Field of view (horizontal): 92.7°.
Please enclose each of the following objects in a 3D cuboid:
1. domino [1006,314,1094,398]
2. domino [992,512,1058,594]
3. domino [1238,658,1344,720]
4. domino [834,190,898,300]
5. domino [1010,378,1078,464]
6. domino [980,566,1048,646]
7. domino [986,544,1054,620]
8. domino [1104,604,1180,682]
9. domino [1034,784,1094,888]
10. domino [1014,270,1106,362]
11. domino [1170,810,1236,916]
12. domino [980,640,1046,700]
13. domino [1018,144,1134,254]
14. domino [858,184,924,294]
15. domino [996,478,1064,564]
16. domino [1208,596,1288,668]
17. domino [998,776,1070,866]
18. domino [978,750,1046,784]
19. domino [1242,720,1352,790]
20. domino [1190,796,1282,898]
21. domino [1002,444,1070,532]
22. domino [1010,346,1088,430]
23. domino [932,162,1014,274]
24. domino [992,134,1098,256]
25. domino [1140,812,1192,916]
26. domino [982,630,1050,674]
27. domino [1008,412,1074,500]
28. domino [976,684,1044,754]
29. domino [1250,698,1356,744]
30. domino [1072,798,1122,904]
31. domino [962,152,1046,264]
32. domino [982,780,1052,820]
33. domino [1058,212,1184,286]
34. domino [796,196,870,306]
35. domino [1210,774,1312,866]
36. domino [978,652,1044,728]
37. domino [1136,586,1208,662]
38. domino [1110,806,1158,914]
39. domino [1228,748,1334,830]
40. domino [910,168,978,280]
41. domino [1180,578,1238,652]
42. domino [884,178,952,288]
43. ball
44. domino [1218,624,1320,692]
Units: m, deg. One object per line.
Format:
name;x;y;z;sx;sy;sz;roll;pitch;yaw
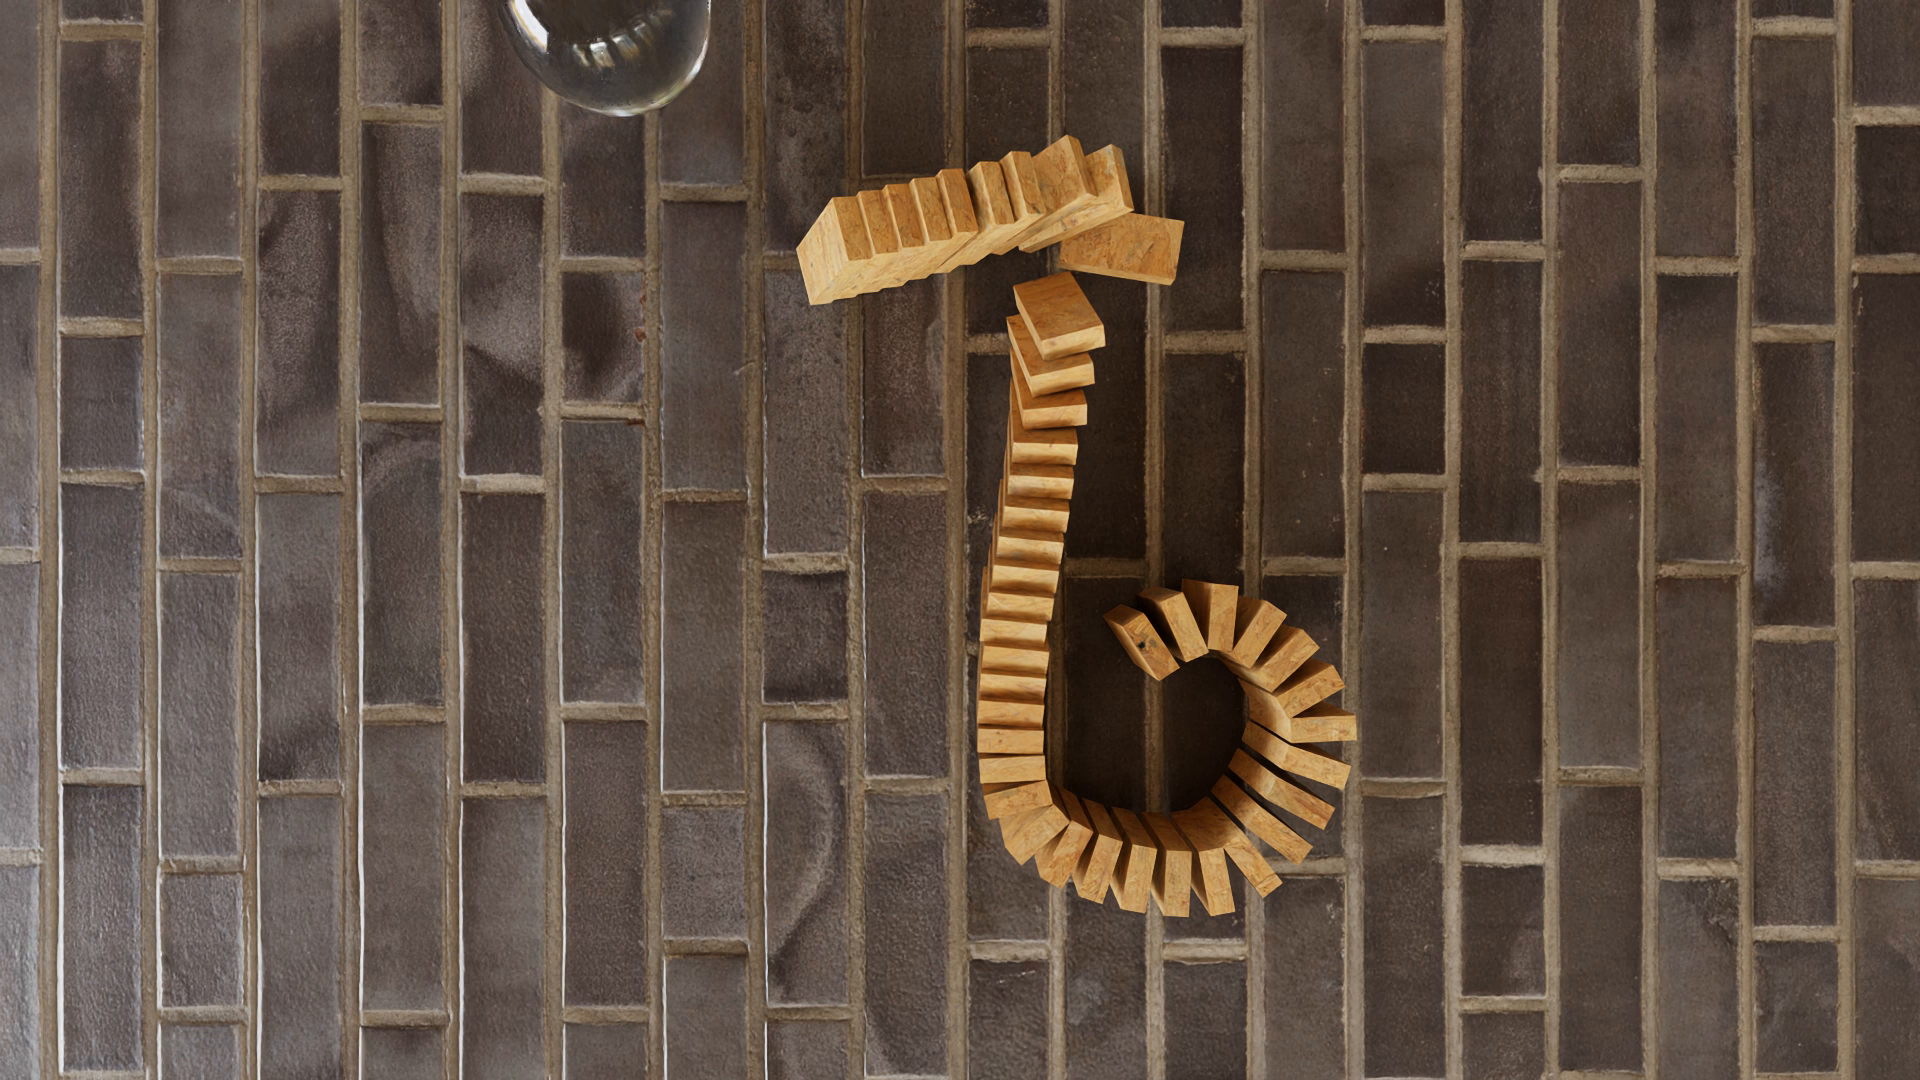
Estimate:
domino;0.037;-0.079;0.378;0.025;0.050;0.009;-13;132;0
domino;0.026;0.004;0.375;0.025;0.050;0.009;6;116;0
domino;0.134;0.058;0.375;0.025;0.050;0.009;-30;90;0
domino;-0.042;-0.120;0.376;0.009;0.050;0.025;-14;90;-27
domino;0.034;-0.050;0.378;0.025;0.050;0.009;2;130;0
domino;0.021;0.026;0.375;0.025;0.050;0.009;6;112;0
domino;0.024;0.016;0.375;0.025;0.050;0.010;6;112;0
domino;0.073;0.041;0.375;0.010;0.050;0.025;-33;90;0
domino;0.040;0.120;0.375;0.009;0.050;0.025;29;90;-1
domino;0.040;-0.093;0.378;0.025;0.050;0.009;-15;132;0
domino;0.098;0.131;0.375;0.010;0.050;0.025;-11;90;0
domino;0.021;0.047;0.375;0.025;0.050;0.010;5;112;0
domino;0.045;-0.141;0.382;0.050;0.009;0.025;-12;90;36
domino;-0.032;-0.122;0.376;0.010;0.050;0.025;-14;90;-27
domino;0.028;-0.009;0.376;0.025;0.050;0.010;6;120;0
domino;0.114;0.036;0.375;0.009;0.050;0.025;34;90;0
domino;0.029;0.112;0.375;0.025;0.050;0.010;-41;93;0
domino;0.020;0.085;0.375;0.025;0.050;0.010;-3;96;0
domino;0.136;0.087;0.375;0.025;0.050;0.010;19;90;0
domino;0.112;0.124;0.375;0.009;0.050;0.025;-38;90;0
domino;0.031;-0.022;0.377;0.025;0.050;0.009;5;125;0
domino;0.036;-0.065;0.378;0.025;0.050;0.010;-5;131;0
domino;0.001;-0.131;0.376;0.009;0.050;0.025;-14;90;-33
domino;0.030;-0.142;0.380;0.050;0.009;0.025;-21;85;37
domino;0.083;0.131;0.375;0.009;0.050;0.025;3;90;0
domino;0.022;0.037;0.375;0.025;0.050;0.010;6;112;0
domino;0.032;-0.036;0.377;0.025;0.050;0.010;4;128;0
domino;0.020;0.072;0.375;0.025;0.050;0.009;2;101;0
domino;0.139;0.072;0.375;0.025;0.050;0.009;-3;90;0
domino;0.054;0.126;0.375;0.009;0.050;0.025;19;90;0
domino;0.013;-0.135;0.377;0.009;0.050;0.025;-14;90;-35
domino;0.022;0.098;0.375;0.025;0.050;0.009;-14;92;0
domino;0.069;-0.127;0.395;0.050;0.010;0.025;9;90;0
domino;-0.053;-0.117;0.376;0.010;0.050;0.025;-14;90;-27
domino;0.122;0.113;0.375;0.025;0.050;0.010;37;90;0
domino;0.020;0.060;0.375;0.025;0.050;0.009;4;107;0
domino;0.086;0.033;0.375;0.009;0.050;0.025;-23;90;0
domino;0.068;0.129;0.375;0.010;0.050;0.025;11;90;0
domino;0.130;0.101;0.375;0.025;0.050;0.009;28;90;0
domino;-0.011;-0.128;0.376;0.010;0.050;0.025;-14;90;-27
domino;0.100;0.030;0.375;0.009;0.050;0.025;5;90;0
domino;-0.022;-0.125;0.376;0.010;0.050;0.025;-14;90;-27
ball;-0.139;-0.210;0.360;0.080;0.080;0.080;0;90;0
domino;0.125;0.046;0.375;0.025;0.050;0.010;-43;90;0
